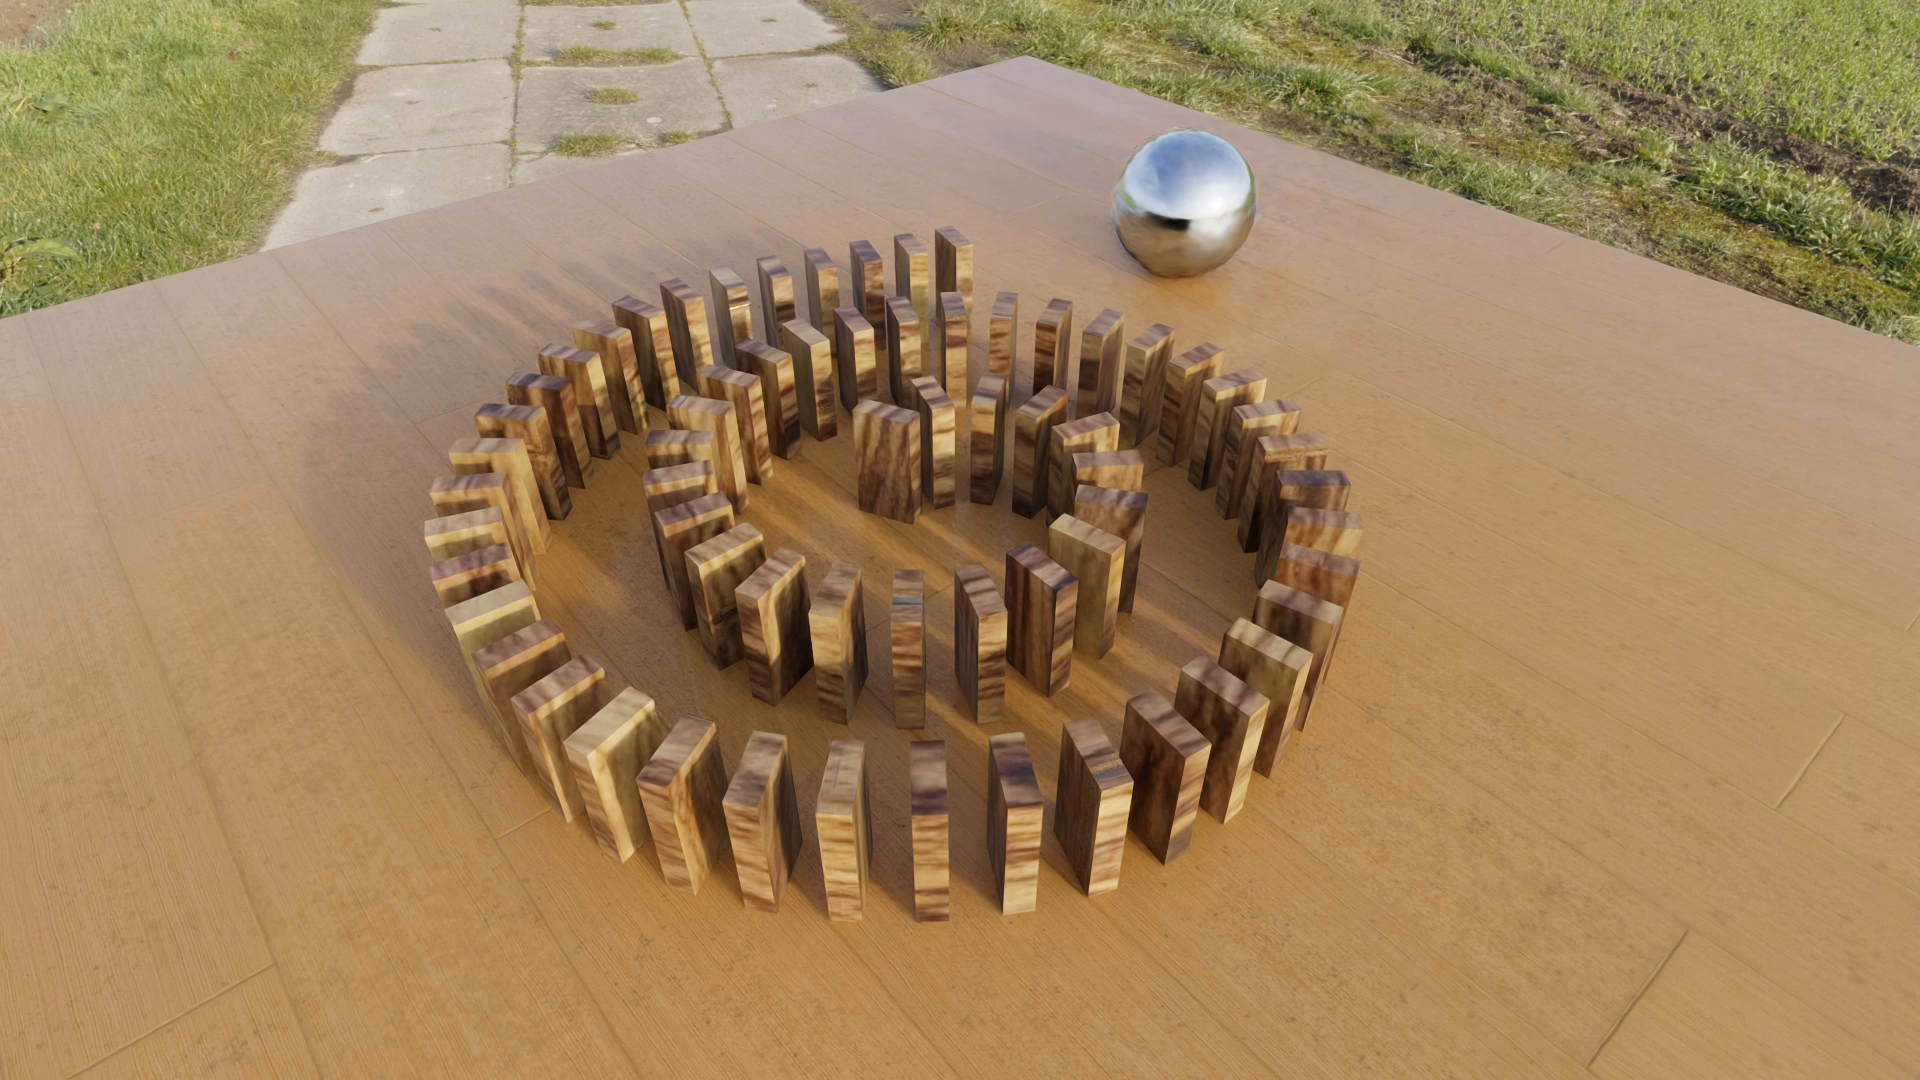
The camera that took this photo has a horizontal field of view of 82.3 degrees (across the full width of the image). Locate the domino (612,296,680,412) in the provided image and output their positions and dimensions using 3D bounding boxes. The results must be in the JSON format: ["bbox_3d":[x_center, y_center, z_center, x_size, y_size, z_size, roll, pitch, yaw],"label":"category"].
[{"bbox_3d":[-0.147,-0.087,0.518,0.025,0.050,0.009,24,45,27],"label":"domino"}]

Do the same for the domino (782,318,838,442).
[{"bbox_3d":[-0.068,-0.072,0.500,0.010,0.050,0.025,-25,46,-28],"label":"domino"}]

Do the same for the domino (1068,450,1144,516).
[{"bbox_3d":[0.055,-0.011,0.425,0.025,0.050,0.010,-4,40,-5],"label":"domino"}]

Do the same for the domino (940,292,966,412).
[{"bbox_3d":[-0.003,-0.089,0.520,0.010,0.050,0.025,-4,39,-5],"label":"domino"}]

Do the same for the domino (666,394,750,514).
[{"bbox_3d":[-0.104,-0.035,0.454,0.025,0.050,0.010,9,40,10],"label":"domino"}]

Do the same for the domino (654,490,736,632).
[{"bbox_3d":[-0.094,0.008,0.401,0.025,0.050,0.009,-20,44,-23],"label":"domino"}]

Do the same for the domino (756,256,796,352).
[{"bbox_3d":[-0.090,-0.113,0.550,0.010,0.050,0.025,-17,42,-19],"label":"domino"}]

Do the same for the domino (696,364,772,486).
[{"bbox_3d":[-0.096,-0.049,0.471,0.025,0.050,0.009,15,42,18],"label":"domino"}]

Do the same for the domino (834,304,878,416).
[{"bbox_3d":[-0.048,-0.080,0.509,0.010,0.050,0.025,-17,42,-20],"label":"domino"}]

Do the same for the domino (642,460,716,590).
[{"bbox_3d":[-0.103,-0.005,0.418,0.025,0.050,0.010,-11,41,-14],"label":"domino"}]

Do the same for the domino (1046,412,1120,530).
[{"bbox_3d":[0.049,-0.025,0.442,0.025,0.050,0.010,-17,42,-20],"label":"domino"}]

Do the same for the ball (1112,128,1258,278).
[{"bbox_3d":[0.126,-0.188,0.618,0.080,0.080,0.080,0,39,0],"label":"ball"}]

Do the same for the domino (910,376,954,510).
[{"bbox_3d":[-0.011,-0.041,0.461,0.010,0.050,0.025,-14,41,-17],"label":"domino"}]

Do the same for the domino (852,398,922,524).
[{"bbox_3d":[-0.029,-0.032,0.450,0.025,0.050,0.009,16,42,18],"label":"domino"}]

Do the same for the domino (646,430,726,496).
[{"bbox_3d":[-0.107,-0.020,0.436,0.025,0.050,0.009,1,39,1],"label":"domino"}]

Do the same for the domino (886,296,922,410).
[{"bbox_3d":[-0.026,-0.086,0.516,0.009,0.050,0.025,-11,41,-13],"label":"domino"}]

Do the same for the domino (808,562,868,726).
[{"bbox_3d":[-0.040,0.035,0.368,0.009,0.050,0.025,8,40,10],"label":"domino"}]

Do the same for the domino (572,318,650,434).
[{"bbox_3d":[-0.159,-0.074,0.502,0.025,0.050,0.010,17,42,20],"label":"domino"}]

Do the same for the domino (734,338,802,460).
[{"bbox_3d":[-0.085,-0.062,0.487,0.025,0.050,0.009,25,45,27],"label":"domino"}]

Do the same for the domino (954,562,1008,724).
[{"bbox_3d":[0.007,0.035,0.369,0.010,0.050,0.025,-12,41,-14],"label":"domino"}]

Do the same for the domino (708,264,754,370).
[{"bbox_3d":[-0.111,-0.106,0.541,0.010,0.050,0.025,-20,43,-23],"label":"domino"}]

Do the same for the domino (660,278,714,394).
[{"bbox_3d":[-0.131,-0.098,0.531,0.009,0.050,0.025,-27,46,-29],"label":"domino"}]

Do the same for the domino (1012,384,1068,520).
[{"bbox_3d":[0.033,-0.036,0.456,0.010,0.050,0.025,24,45,26],"label":"domino"}]

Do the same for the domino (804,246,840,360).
[{"bbox_3d":[-0.069,-0.119,0.557,0.010,0.050,0.025,-15,42,-17],"label":"domino"}]

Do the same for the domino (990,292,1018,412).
[{"bbox_3d":[0.020,-0.088,0.519,0.009,0.050,0.025,6,40,7],"label":"domino"}]

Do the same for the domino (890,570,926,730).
[{"bbox_3d":[-0.017,0.037,0.366,0.010,0.050,0.025,0,39,0],"label":"domino"}]

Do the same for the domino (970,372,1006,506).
[{"bbox_3d":[0.012,-0.042,0.463,0.010,0.050,0.025,8,40,10],"label":"domino"}]

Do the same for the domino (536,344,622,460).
[{"bbox_3d":[-0.168,-0.060,0.485,0.025,0.050,0.009,12,41,14],"label":"domino"}]

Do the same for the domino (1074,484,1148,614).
[{"bbox_3d":[0.054,0.004,0.407,0.025,0.050,0.009,8,40,10],"label":"domino"}]

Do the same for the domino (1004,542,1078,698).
[{"bbox_3d":[0.027,0.028,0.378,0.009,0.050,0.025,-27,46,-29],"label":"domino"}]

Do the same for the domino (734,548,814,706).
[{"bbox_3d":[-0.062,0.030,0.375,0.009,0.050,0.025,20,43,23],"label":"domino"}]

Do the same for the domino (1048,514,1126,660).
[{"bbox_3d":[0.043,0.017,0.391,0.025,0.050,0.010,26,46,28],"label":"domino"}]

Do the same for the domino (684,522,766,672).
[{"bbox_3d":[-0.080,0.020,0.387,0.025,0.050,0.009,-29,48,-31],"label":"domino"}]
